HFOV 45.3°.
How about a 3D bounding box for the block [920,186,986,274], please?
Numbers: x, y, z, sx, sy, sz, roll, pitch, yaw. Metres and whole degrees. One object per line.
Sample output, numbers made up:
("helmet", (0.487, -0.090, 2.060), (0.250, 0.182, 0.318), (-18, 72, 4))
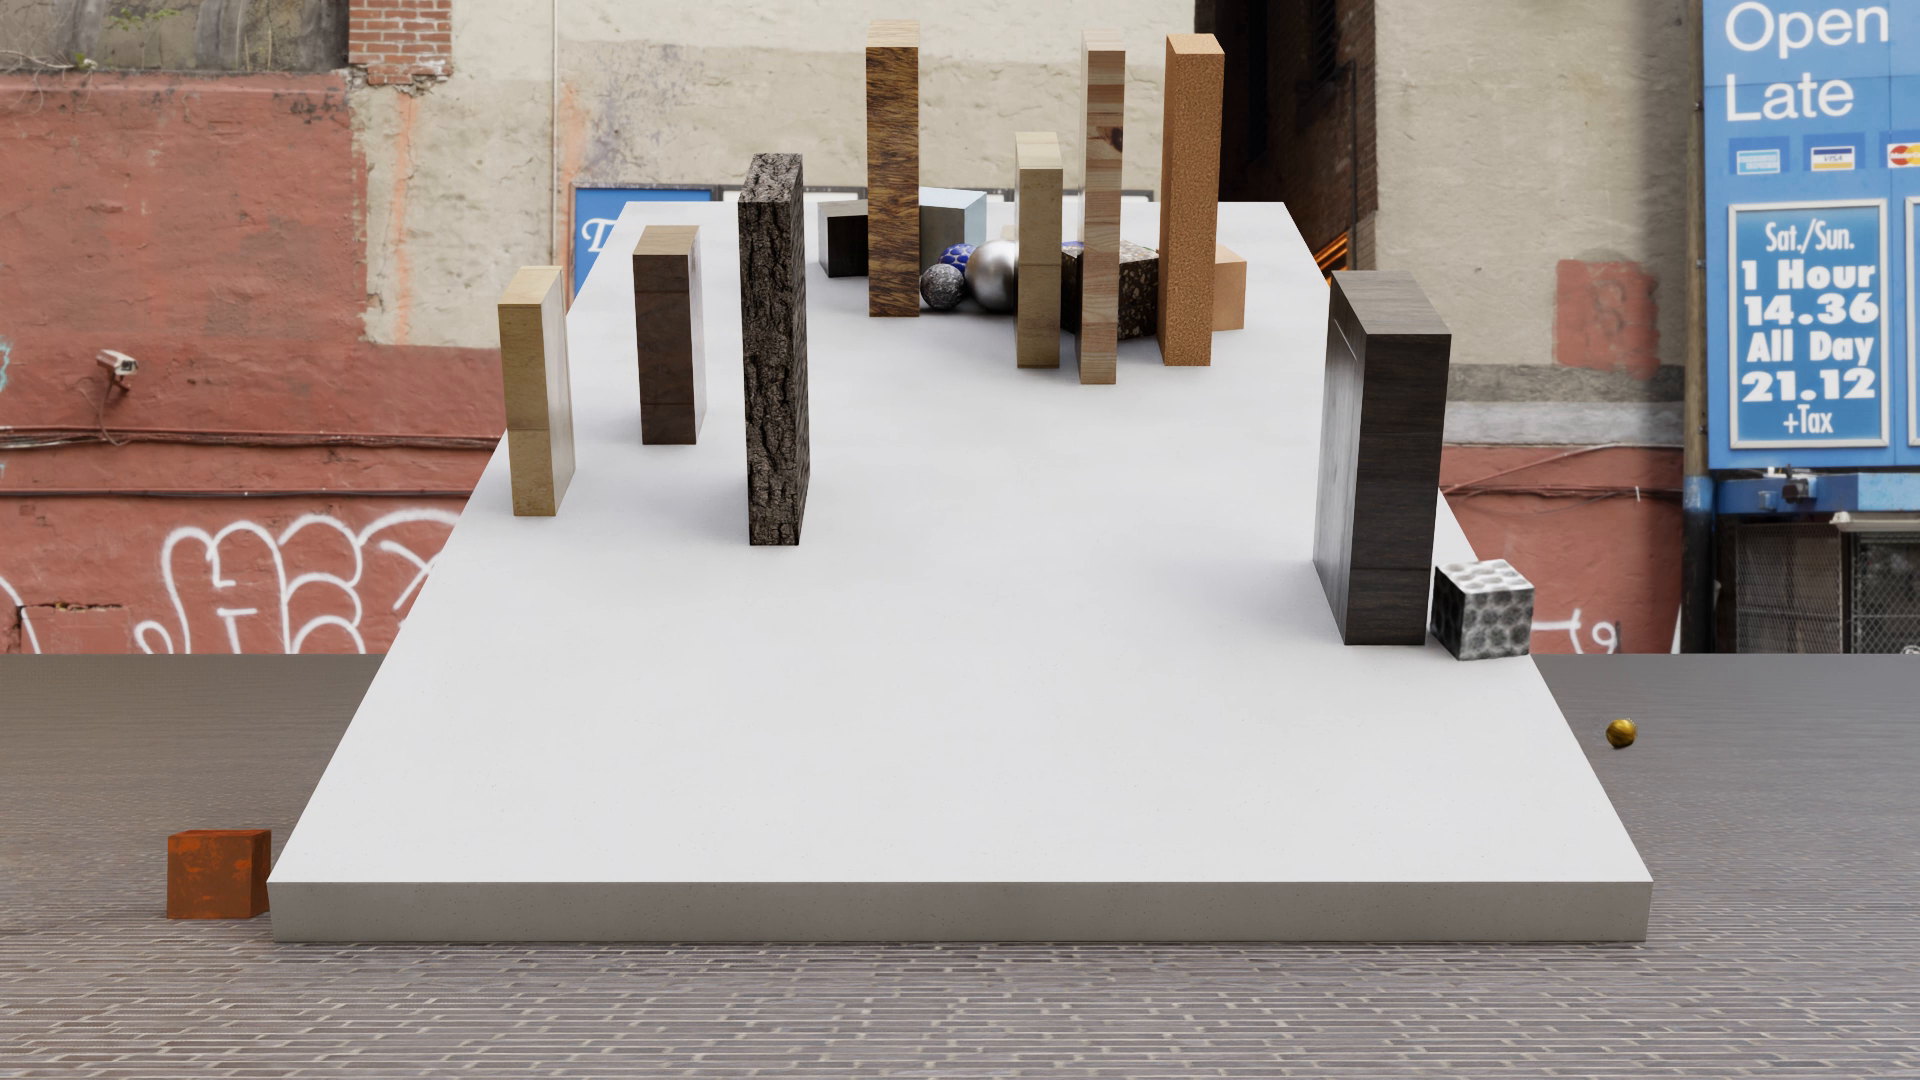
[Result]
("block", (-0.049, -0.843, 6.305), (0.195, 0.195, 0.195), (7, 23, 17))

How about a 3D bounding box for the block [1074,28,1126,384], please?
("block", (0.325, -0.779, 5.385), (0.083, 0.780, 0.282), (0, 22, 0))

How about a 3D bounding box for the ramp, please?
("ramp", (-0.007, -0.223, 5.188), (2.000, 0.100, 4.000), (0, 22, 0))

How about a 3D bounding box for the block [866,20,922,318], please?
("block", (-0.168, -0.964, 5.952), (0.128, 0.689, 0.393), (0, 22, 0))

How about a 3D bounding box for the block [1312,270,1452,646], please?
("block", (0.750, -0.153, 4.137), (0.142, 0.574, 0.389), (0, 22, 0))

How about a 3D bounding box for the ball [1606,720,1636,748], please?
("ball", (2.802, 0.822, 9.759), (0.123, 0.123, 0.123), (0, -3, 0))

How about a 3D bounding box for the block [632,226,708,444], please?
("block", (-0.634, -0.451, 5.048), (0.118, 0.426, 0.244), (0, 22, 0))

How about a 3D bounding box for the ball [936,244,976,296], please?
("ball", (0.006, -0.709, 6.054), (0.140, 0.140, 0.140), (0, -3, 0))

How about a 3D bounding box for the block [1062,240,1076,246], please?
("block", (0.293, -0.670, 5.935), (0.159, 0.159, 0.159), (-10, 24, -23))

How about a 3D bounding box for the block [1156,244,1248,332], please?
("block", (0.608, -0.638, 5.835), (0.176, 0.176, 0.176), (-6, 23, -15))

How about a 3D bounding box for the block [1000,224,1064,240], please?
("block", (0.188, -0.733, 6.085), (0.160, 0.160, 0.160), (2, 22, 4))

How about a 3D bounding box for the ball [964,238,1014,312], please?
("ball", (0.104, -0.682, 5.926), (0.187, 0.187, 0.187), (0, -3, 0))

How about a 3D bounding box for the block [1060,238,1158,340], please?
("block", (0.371, -0.625, 5.775), (0.198, 0.198, 0.198), (-12, 25, -26))

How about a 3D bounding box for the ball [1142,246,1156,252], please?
("ball", (0.465, -0.680, 5.961), (0.159, 0.159, 0.159), (0, -3, 0))

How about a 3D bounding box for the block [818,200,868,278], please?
("block", (-0.292, -0.827, 6.300), (0.169, 0.169, 0.169), (-5, 23, -12))

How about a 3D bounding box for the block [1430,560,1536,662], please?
("block", (0.918, 0.123, 4.050), (0.130, 0.130, 0.130), (-5, 23, -11))

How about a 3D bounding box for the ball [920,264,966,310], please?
("ball", (-0.045, -0.654, 5.948), (0.119, 0.119, 0.119), (0, -3, 0))

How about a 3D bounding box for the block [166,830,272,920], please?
("block", (-1.189, 0.536, 3.700), (0.130, 0.130, 0.130), (0, -3, -3))

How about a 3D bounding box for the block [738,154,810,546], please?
("block", (-0.362, -0.380, 4.541), (0.096, 0.683, 0.399), (0, 22, 0))

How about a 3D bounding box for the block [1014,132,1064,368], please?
("block", (0.187, -0.711, 5.605), (0.101, 0.485, 0.395), (0, 22, 0))

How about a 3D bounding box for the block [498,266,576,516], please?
("block", (-0.855, -0.304, 4.669), (0.084, 0.443, 0.273), (0, 22, 0))

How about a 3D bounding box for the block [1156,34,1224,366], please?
("block", (0.547, -0.812, 5.508), (0.111, 0.747, 0.254), (0, 22, 0))
